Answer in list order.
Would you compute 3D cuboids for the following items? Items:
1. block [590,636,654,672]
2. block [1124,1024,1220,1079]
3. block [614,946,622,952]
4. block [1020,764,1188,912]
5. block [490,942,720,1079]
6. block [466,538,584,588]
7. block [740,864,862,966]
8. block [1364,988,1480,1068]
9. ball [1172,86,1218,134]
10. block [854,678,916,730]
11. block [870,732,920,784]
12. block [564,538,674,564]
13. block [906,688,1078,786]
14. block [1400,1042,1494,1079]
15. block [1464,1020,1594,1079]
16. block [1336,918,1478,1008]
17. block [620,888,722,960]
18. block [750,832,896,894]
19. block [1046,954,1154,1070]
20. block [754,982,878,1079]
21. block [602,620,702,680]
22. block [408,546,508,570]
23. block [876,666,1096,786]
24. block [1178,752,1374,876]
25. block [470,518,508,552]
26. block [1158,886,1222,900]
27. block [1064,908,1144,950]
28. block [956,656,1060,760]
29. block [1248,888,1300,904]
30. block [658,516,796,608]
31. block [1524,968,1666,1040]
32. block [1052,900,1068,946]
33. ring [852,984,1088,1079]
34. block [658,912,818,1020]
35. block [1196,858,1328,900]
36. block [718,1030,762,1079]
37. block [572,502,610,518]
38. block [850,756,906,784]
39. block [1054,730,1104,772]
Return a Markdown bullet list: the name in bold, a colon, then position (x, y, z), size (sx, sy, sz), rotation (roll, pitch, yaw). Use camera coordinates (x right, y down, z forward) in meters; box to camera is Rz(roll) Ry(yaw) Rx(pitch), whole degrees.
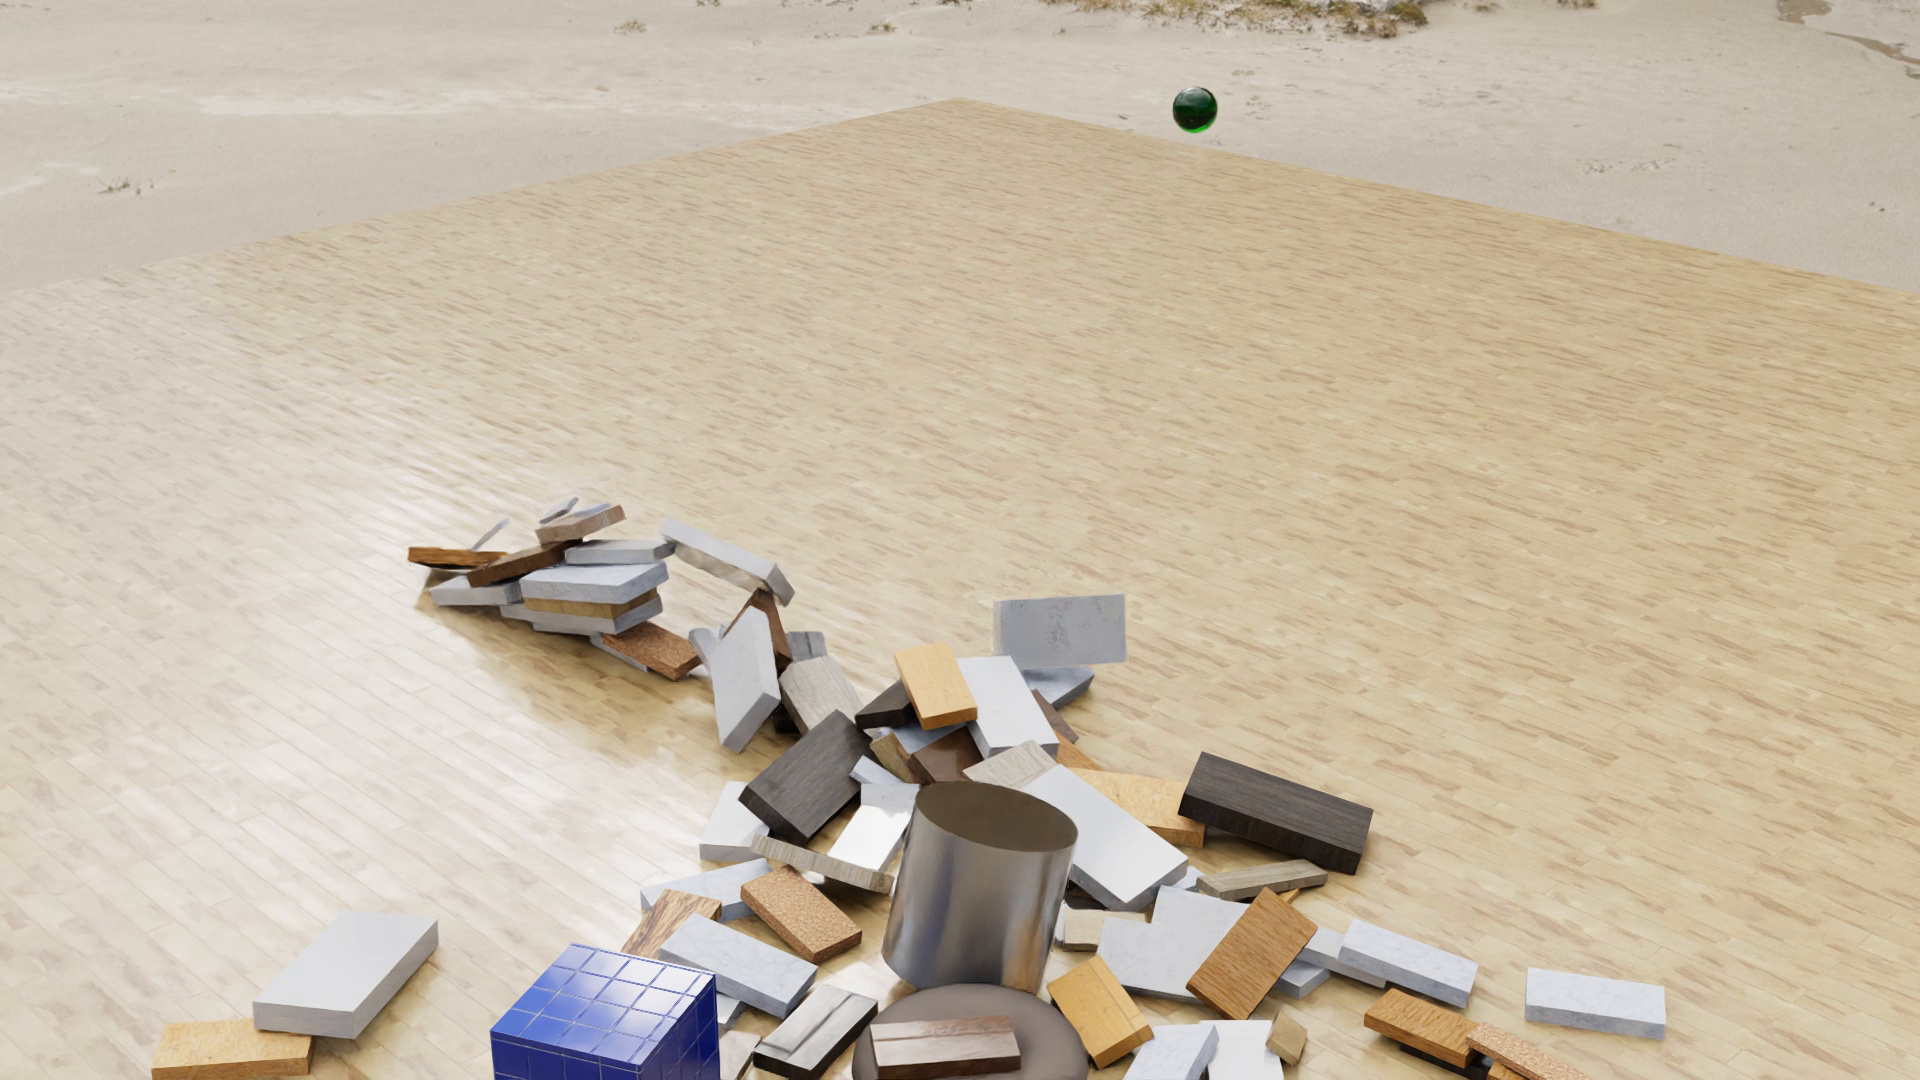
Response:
- **block**: position (-0.756, 0.245, 5.145), size (0.109, 0.031, 0.219), rotation (-21, 31, -40)
- **block**: position (0.336, 0.873, 3.608), size (0.112, 0.032, 0.224), rotation (-10, 18, 30)
- **block**: position (-0.626, 0.767, 3.926), size (0.146, 0.021, 0.073), rotation (-18, 29, -36)
- **block**: position (0.250, 0.571, 4.188), size (0.170, 0.048, 0.340), rotation (-29, 48, -33)
- **block**: position (-0.552, 0.834, 3.466), size (0.256, 0.256, 0.256), rotation (8, 24, 18)
- **block**: position (-1.037, 0.050, 5.246), size (0.262, 0.037, 0.131), rotation (-15, 11, 28)
- **block**: position (-0.293, 0.688, 4.047), size (0.112, 0.032, 0.223), rotation (-19, 40, -37)
- **block**: position (0.790, 0.824, 3.716), size (0.189, 0.027, 0.095), rotation (18, 29, 36)
- **ball**: position (1.107, -2.027, 10.364), size (0.217, 0.217, 0.217), rotation (0, 23, 0)
- **block**: position (-0.120, 0.340, 4.667), size (0.116, 0.033, 0.232), rotation (-11, 12, 27)
- **block**: position (-0.130, 0.455, 4.520), size (0.059, 0.118, 0.017), rotation (-28, 9, 36)
- **block**: position (-0.788, 0.026, 5.119), size (0.232, 0.033, 0.116), rotation (-1, 12, 21)
- **block**: position (0.071, 0.439, 4.581), size (0.392, 0.041, 0.144), rotation (-23, 65, -44)
- **block**: position (0.848, 0.860, 3.699), size (0.189, 0.027, 0.095), rotation (17, 28, 35)
- **block**: position (1.164, 0.960, 3.399), size (0.850, 0.016, 0.058), rotation (25, 33, 37)
- **block**: position (0.793, 0.747, 3.890), size (0.231, 0.033, 0.116), rotation (19, 21, 15)
- **block**: position (-0.531, 0.723, 3.942), size (0.112, 0.032, 0.265), rotation (10, 28, 15)
- **block**: position (-0.260, 0.613, 4.160), size (0.250, 0.035, 0.125), rotation (15, -8, 20)
- **block**: position (0.238, 0.806, 3.767), size (0.109, 0.031, 0.219), rotation (-30, 29, -7)
- **block**: position (-0.243, 0.839, 3.743), size (0.112, 0.032, 0.224), rotation (12, 26, 26)
- **block**: position (-0.703, 0.245, 5.058), size (0.219, 0.031, 0.109), rotation (24, 33, 27)
- **block**: position (-1.230, 0.051, 5.500), size (0.262, 0.037, 0.131), rotation (3, -7, 14)
- **block**: position (0.061, 0.365, 4.762), size (0.170, 0.048, 0.594), rotation (37, 37, 20)
- **block**: position (0.624, 0.536, 4.336), size (0.359, 0.051, 0.180), rotation (18, 27, 11)
- **block**: position (-1.157, -0.011, 5.409), size (0.104, 0.015, 0.052), rotation (-38, 8, 18)
- **block**: position (0.431, 0.676, 4.091), size (0.117, 0.059, 0.017), rotation (10, 54, 22)
- **block**: position (0.263, 0.712, 4.009), size (0.145, 0.021, 0.072), rotation (3, 48, 0)
- **block**: position (0.081, 0.352, 4.601), size (0.153, 0.043, 0.311), rotation (-2, 33, -20)
- **block**: position (0.578, 0.664, 4.175), size (0.117, 0.017, 0.058), rotation (15, 27, 31)
- **block**: position (-0.533, 0.050, 5.024), size (0.305, 0.153, 0.043), rotation (23, 71, 24)
- **block**: position (1.103, 0.805, 3.822), size (0.231, 0.033, 0.116), rotation (6, 24, 14)
- **block**: position (0.176, 0.693, 4.055), size (0.058, 0.016, 0.116), rotation (-19, 46, -25)
- **ring**: position (0.016, 0.856, 3.579), size (0.386, 0.129, 0.386), rotation (-1, 21, 0)
- **block**: position (-0.390, 0.746, 3.861), size (0.250, 0.035, 0.125), rotation (20, 27, 15)
- **block**: position (0.572, 0.643, 4.160), size (0.261, 0.021, 0.072), rotation (-4, 17, -31)
- **block**: position (-0.385, 0.870, 3.686), size (0.065, 0.018, 0.130), rotation (6, 24, 15)
- **block**: position (-0.867, -0.070, 5.174), size (0.052, 0.015, 0.104), rotation (-25, 10, -31)
- **block**: position (-0.163, 0.493, 4.500), size (0.118, 0.017, 0.059), rotation (33, 32, 2)
- **block**: position (0.146, 0.493, 4.488), size (0.144, 0.041, 0.287), rotation (38, 40, 27)
